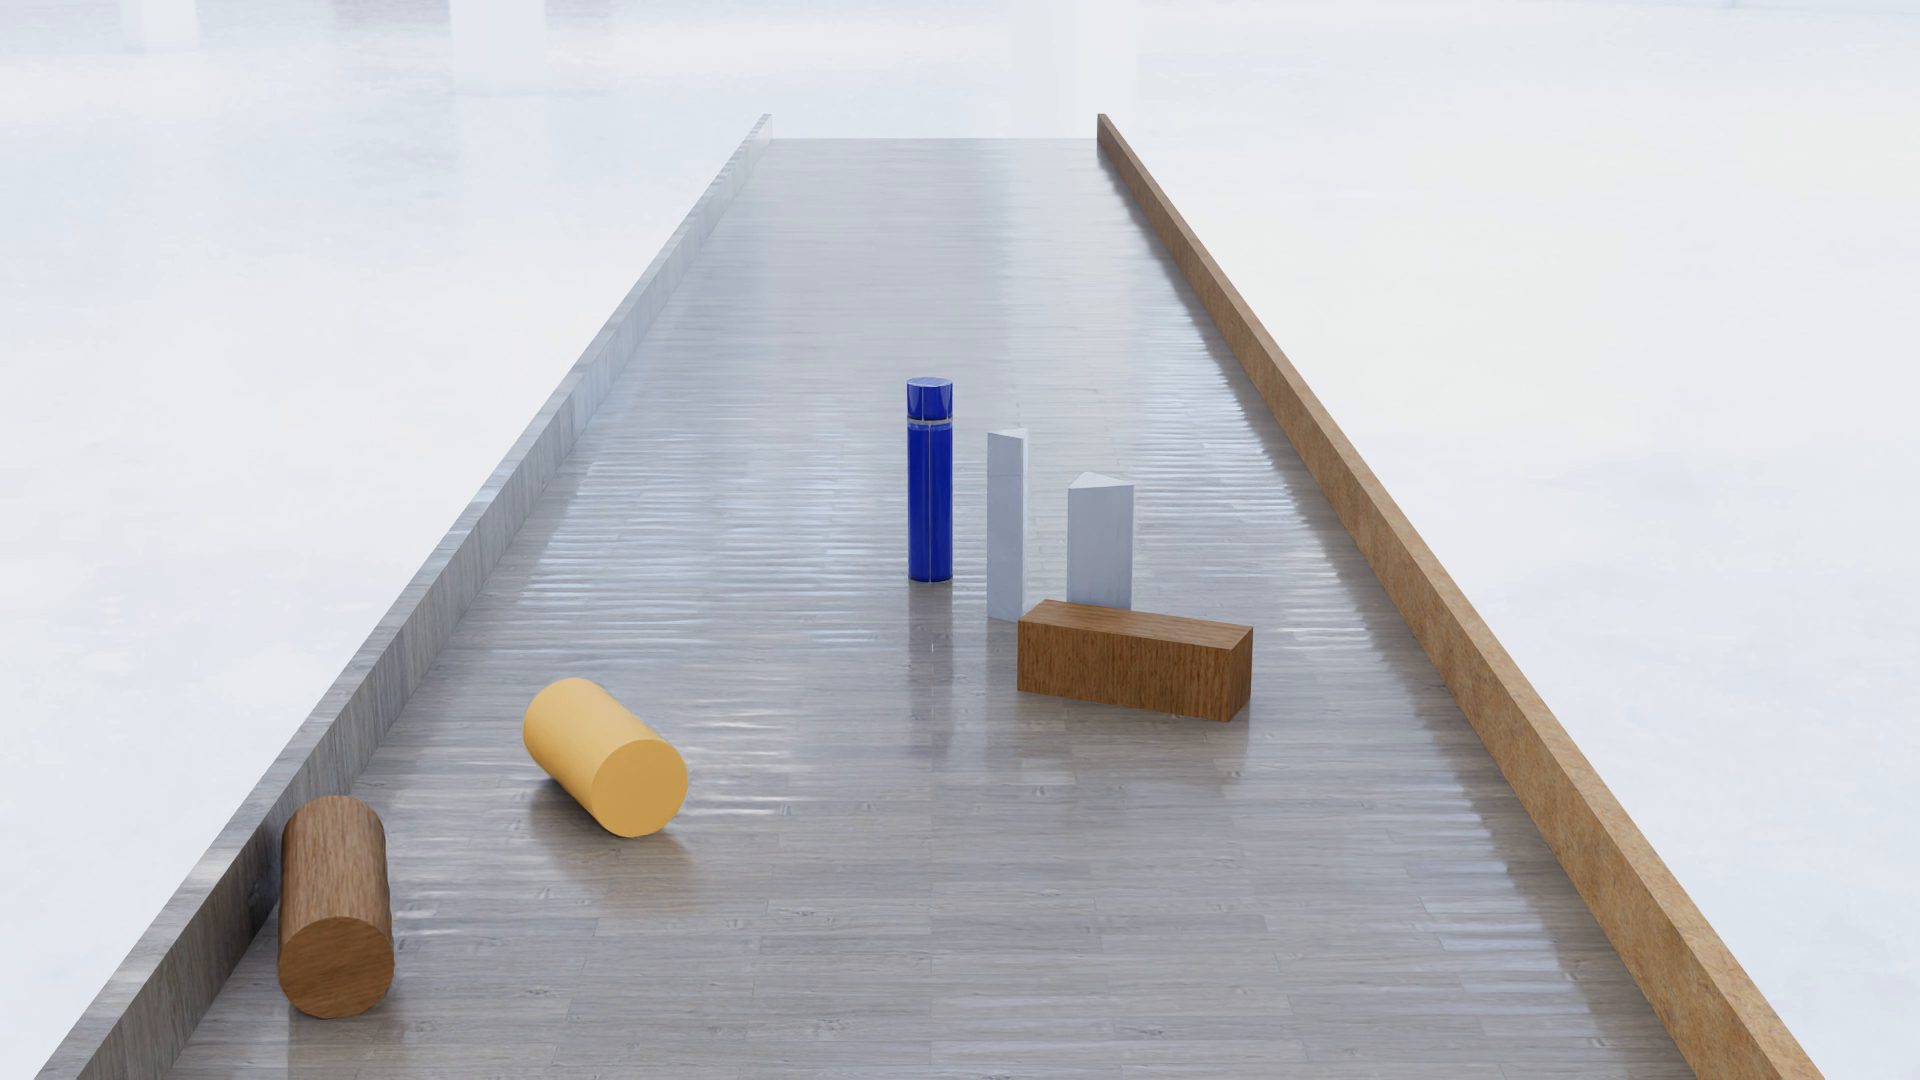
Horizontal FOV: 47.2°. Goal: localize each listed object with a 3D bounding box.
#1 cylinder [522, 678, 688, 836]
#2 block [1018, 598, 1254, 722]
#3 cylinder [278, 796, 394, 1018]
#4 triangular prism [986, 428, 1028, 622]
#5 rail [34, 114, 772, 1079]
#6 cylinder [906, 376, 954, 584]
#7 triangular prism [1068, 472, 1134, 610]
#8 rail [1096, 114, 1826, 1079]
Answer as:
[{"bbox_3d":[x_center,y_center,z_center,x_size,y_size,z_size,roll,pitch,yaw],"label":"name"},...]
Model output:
[{"bbox_3d":[-0.602,0.363,3.711,0.169,0.169,0.330,-9,19,-29],"label":"cylinder"},{"bbox_3d":[0.334,0.228,4.210,0.424,0.143,0.143,7,18,22],"label":"block"},{"bbox_3d":[-0.908,0.524,3.196,0.153,0.153,0.431,-5,17,-15],"label":"cylinder"},{"bbox_3d":[0.117,-0.033,4.633,0.091,0.402,0.079,12,21,36],"label":"triangular prism"},{"bbox_3d":[-1.118,-0.838,7.780,0.050,0.150,12.000,0,17,-1],"label":"rail"},{"bbox_3d":[-0.066,-0.131,4.879,0.101,0.450,0.101,0,17,0],"label":"cylinder"},{"bbox_3d":[0.265,0.054,4.404,0.132,0.366,0.114,-4,17,-12],"label":"triangular prism"},{"bbox_3d":[0.932,-0.844,7.801,0.050,0.150,12.000,0,17,-1],"label":"rail"}]
